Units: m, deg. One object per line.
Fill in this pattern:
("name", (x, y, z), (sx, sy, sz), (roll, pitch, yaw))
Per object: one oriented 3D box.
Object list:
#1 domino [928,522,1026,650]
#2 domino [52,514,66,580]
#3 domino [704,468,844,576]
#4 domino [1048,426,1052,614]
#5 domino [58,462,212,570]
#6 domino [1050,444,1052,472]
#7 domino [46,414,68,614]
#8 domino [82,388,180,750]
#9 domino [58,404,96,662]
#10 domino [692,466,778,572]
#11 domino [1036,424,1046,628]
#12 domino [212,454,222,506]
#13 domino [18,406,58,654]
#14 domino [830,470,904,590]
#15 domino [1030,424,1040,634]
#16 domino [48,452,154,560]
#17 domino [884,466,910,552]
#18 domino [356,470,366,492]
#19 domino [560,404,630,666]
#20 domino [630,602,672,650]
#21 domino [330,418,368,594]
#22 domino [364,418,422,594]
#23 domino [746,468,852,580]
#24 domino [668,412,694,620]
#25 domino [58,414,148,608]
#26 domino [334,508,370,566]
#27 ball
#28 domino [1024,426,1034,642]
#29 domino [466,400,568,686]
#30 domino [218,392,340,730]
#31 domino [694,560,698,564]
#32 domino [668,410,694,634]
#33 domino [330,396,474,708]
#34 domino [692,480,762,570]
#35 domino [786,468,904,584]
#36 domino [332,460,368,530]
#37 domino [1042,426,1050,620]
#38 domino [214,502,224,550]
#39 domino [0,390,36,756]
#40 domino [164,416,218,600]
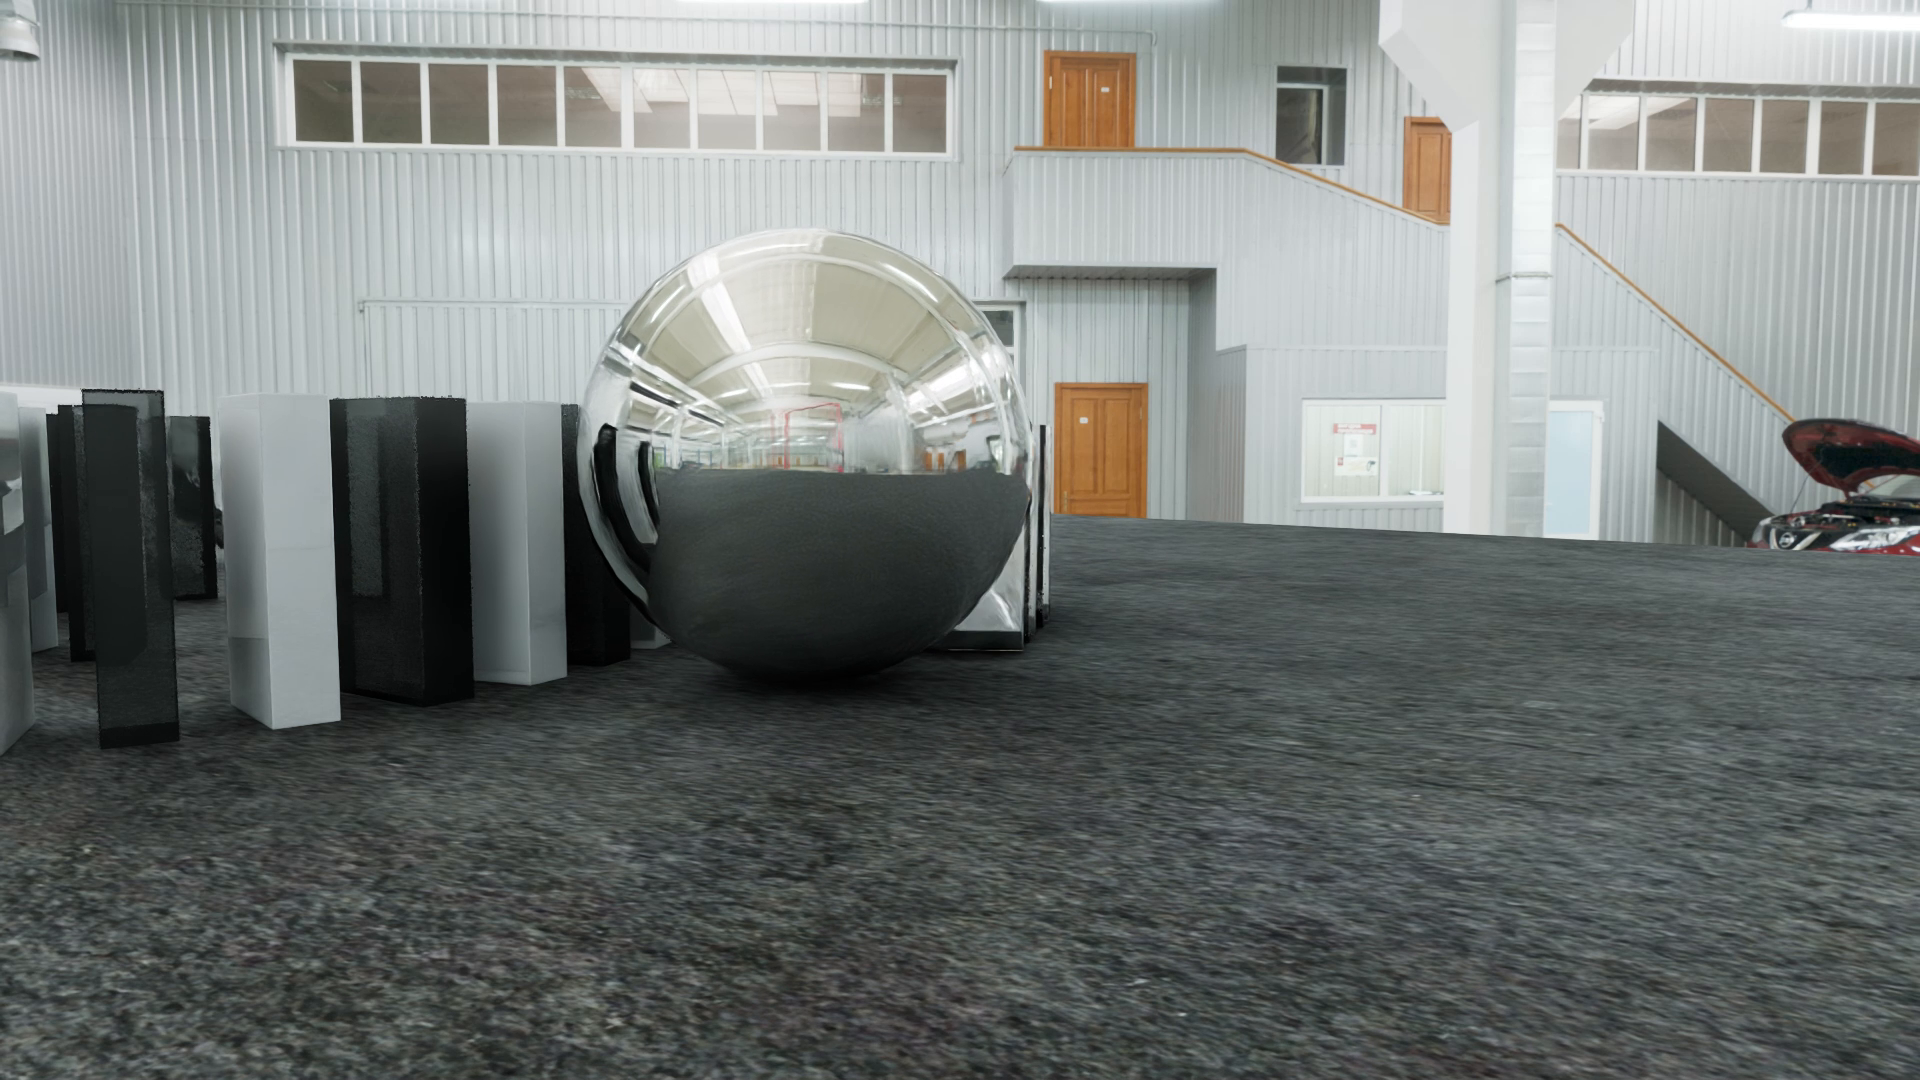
("domino", (0.001, -0.001, 0.273), (0.025, 0.050, 0.009), (0, -29, 5))
("domino", (-0.298, -0.012, 0.403), (0.025, 0.050, 0.009), (4, 37, 40))
("domino", (-0.062, -0.007, 0.434), (0.025, 0.010, 0.050), (-5, 37, -48))
("domino", (0.011, -0.006, 0.329), (0.025, 0.050, 0.010), (0, -29, 5))
("domino", (-0.276, -0.011, 0.430), (0.010, 0.050, 0.025), (-50, 27, -20))
("domino", (0.011, -0.005, 0.345), (0.025, 0.050, 0.010), (3, -39, 6))
("domino", (-0.239, -0.007, 0.327), (0.025, 0.050, 0.010), (1, 4, 15))
("domino", (-0.123, 0.003, 0.190), (0.009, 0.050, 0.025), (-3, 5, -33))
("domino", (-0.175, -0.002, 0.262), (0.009, 0.050, 0.025), (-2, 5, -25))
("domino", (-0.078, -0.008, 0.445), (0.050, 0.009, 0.025), (39, 25, 28))
("domino", (0.008, -0.004, 0.306), (0.025, 0.050, 0.010), (0, -29, 5))
("domino", (-0.245, -0.011, 0.450), (0.050, 0.010, 0.025), (39, -7, -16))
("domino", (-0.193, -0.002, 0.255), (0.010, 0.050, 0.025), (-1, 4, -8))
("domino", (-0.019, -0.004, 0.394), (0.025, 0.010, 0.050), (-2, 37, -30))
("domino", (0.005, -0.003, 0.295), (0.025, 0.050, 0.009), (1, -29, 5))
("domino", (-0.288, -0.011, 0.416), (0.025, 0.050, 0.010), (4, 44, 46))
("domino", (-0.005, -0.004, 0.378), (0.025, 0.010, 0.050), (-1, 38, -16))
("domino", (-0.190, -0.010, 0.466), (0.050, 0.010, 0.025), (33, 2, -4))
("domino", (-0.079, -0.001, 0.252), (0.025, 0.050, 0.010), (1, 4, 15))
("domino", (-0.075, -0.003, 0.271), (0.025, 0.050, 0.010), (1, 4, 7))
("domino", (-0.183, -0.011, 0.376), (0.010, 0.050, 0.025), (-1, 4, -9))
("domino", (-0.163, -0.011, 0.377), (0.010, 0.050, 0.025), (0, 4, 2))
("domino", (-0.047, -0.006, 0.422), (0.025, 0.010, 0.050), (-4, 37, -43))
("domino", (-0.078, -0.006, 0.309), (0.025, 0.050, 0.010), (-1, 5, -18))
("domino", (-0.230, -0.008, 0.344), (0.025, 0.050, 0.010), (3, 5, 36))
("domino", (-0.228, -0.010, 0.457), (0.050, 0.009, 0.025), (37, -4, -12))
("ball", (-0.027, -0.015, 0.229), (0.080, 0.080, 0.080), (0, 4, 0))
("domino", (0.003, -0.002, 0.284), (0.025, 0.050, 0.010), (0, -29, 5))
("domino", (-0.085, 0.000, 0.233), (0.025, 0.050, 0.010), (2, 5, 23))
("domino", (-0.107, 0.002, 0.202), (0.010, 0.050, 0.025), (-4, 6, -42))
("domino", (-0.113, -0.009, 0.463), (0.050, 0.010, 0.025), (37, 19, 21))
("domino", (-0.074, -0.004, 0.290), (0.025, 0.050, 0.010), (0, 4, -3))
("domino", (-0.094, 0.001, 0.216), (0.025, 0.050, 0.010), (3, 5, 34))
("domino", (-0.095, -0.009, 0.455), (0.050, 0.010, 0.025), (38, 22, 25))
("domino", (-0.032, -0.005, 0.409), (0.025, 0.010, 0.050), (-3, 37, -38))
("domino", (-0.209, -0.010, 0.462), (0.050, 0.010, 0.025), (34, -1, -9))
("domino", (0.010, -0.005, 0.318), (0.025, 0.050, 0.010), (0, -29, 5))
("domino", (-0.261, -0.011, 0.441), (0.050, 0.010, 0.025), (44, -13, -20))
("domino", (-0.140, 0.004, 0.180), (0.010, 0.050, 0.025), (-2, 5, -26))
("domino", (-0.217, -0.009, 0.358), (0.010, 0.050, 0.025), (-4, 6, -42))
